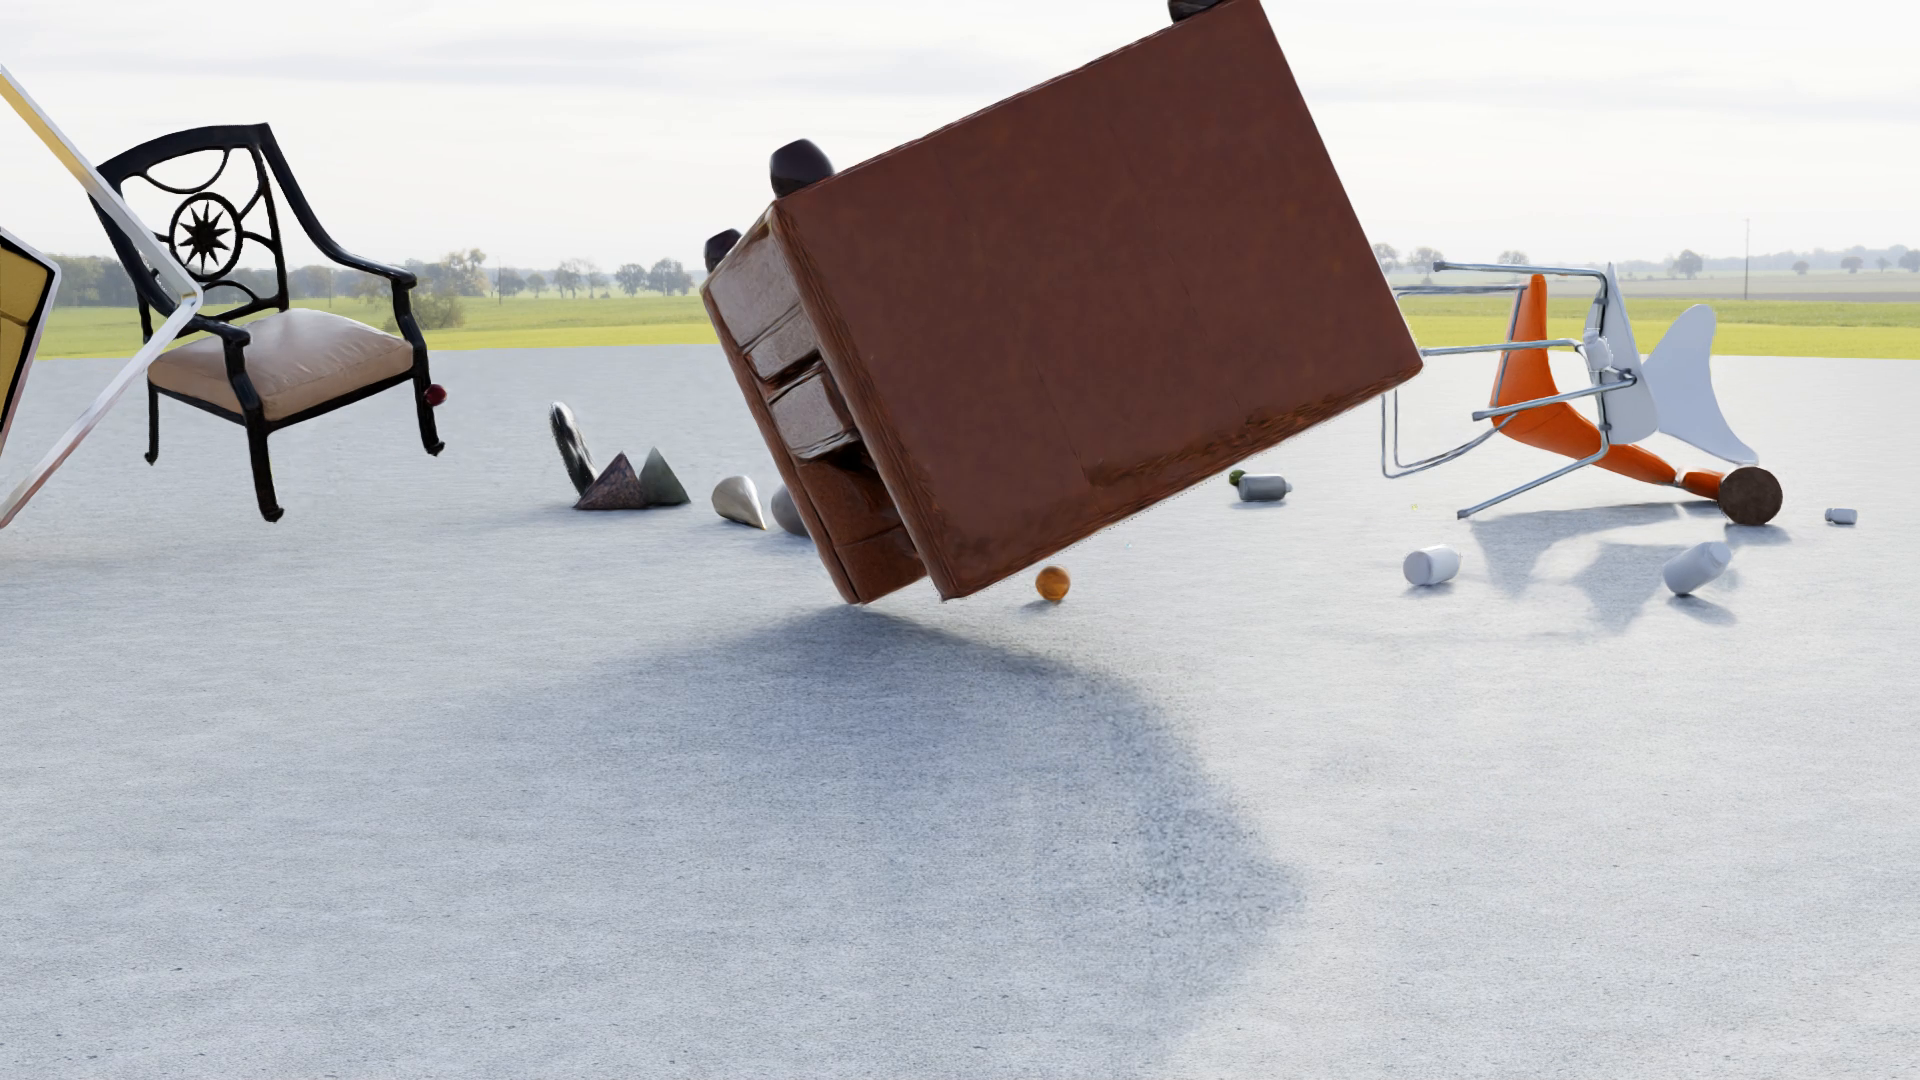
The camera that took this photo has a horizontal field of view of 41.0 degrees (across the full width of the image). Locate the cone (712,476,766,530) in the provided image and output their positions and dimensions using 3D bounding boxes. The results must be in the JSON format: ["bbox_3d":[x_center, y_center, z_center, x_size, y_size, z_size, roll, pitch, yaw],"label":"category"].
[{"bbox_3d":[-0.557,-0.070,6.796,0.128,0.122,0.325,-28,24,-10],"label":"cone"}]

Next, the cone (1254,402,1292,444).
[{"bbox_3d":[0.993,-0.379,7.989,0.092,0.142,0.074,38,8,6],"label":"cone"}]

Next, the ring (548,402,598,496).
[{"bbox_3d":[-1.110,-0.251,7.403,0.066,0.314,0.389,-21,-4,-3],"label":"ring"}]

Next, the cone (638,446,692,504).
[{"bbox_3d":[-0.898,-0.147,7.424,0.157,0.200,0.262,-34,7,-7],"label":"cone"}]

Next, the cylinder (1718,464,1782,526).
[{"bbox_3d":[2.099,-0.121,6.814,0.162,0.158,0.132,22,11,13],"label":"cylinder"}]

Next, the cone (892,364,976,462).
[{"bbox_3d":[-0.073,-0.457,8.991,0.303,0.323,0.326,8,4,6],"label":"cone"}]

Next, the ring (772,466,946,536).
[{"bbox_3d":[-0.261,-0.099,6.633,0.479,0.154,0.385,-6,9,-36],"label":"ring"}]

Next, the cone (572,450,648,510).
[{"bbox_3d":[-1.010,-0.127,7.236,0.201,0.192,0.140,-27,36,-14],"label":"cone"}]
